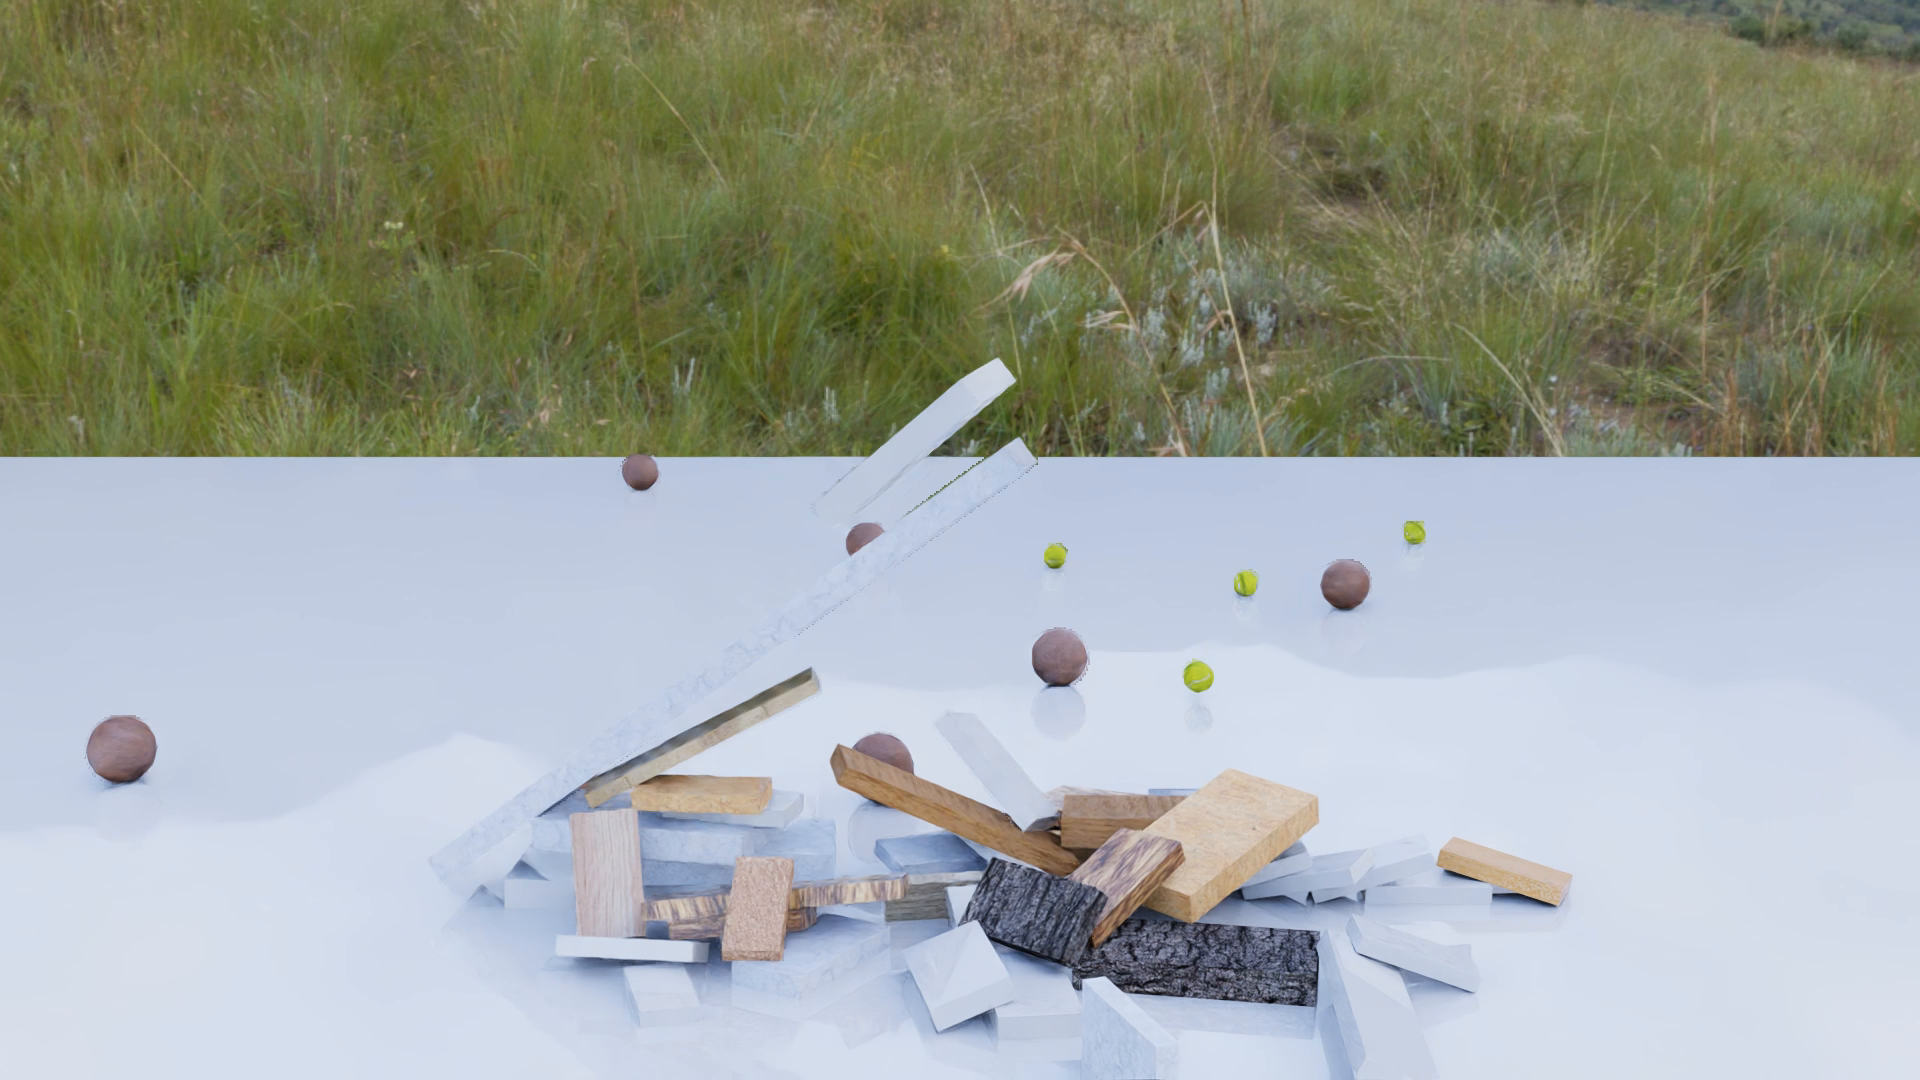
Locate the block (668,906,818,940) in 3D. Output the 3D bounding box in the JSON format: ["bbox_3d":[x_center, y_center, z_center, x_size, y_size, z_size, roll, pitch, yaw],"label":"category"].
[{"bbox_3d":[-0.335,0.590,3.402,0.209,0.030,0.104,-6,-3,9],"label":"block"}]

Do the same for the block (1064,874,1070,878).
[{"bbox_3d":[0.274,0.548,3.649,0.101,0.029,0.202,-14,-4,40],"label":"block"}]

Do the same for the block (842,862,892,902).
[{"bbox_3d":[-0.102,0.566,3.726,0.092,0.026,0.184,9,14,41],"label":"block"}]

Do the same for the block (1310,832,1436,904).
[{"bbox_3d":[0.682,0.543,3.650,0.206,0.029,0.103,-18,9,9],"label":"block"}]

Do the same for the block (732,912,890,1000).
[{"bbox_3d":[-0.224,0.631,3.350,0.123,0.035,0.247,6,12,30],"label":"block"}]

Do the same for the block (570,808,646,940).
[{"bbox_3d":[-0.555,0.531,3.468,0.105,0.210,0.030,-4,-26,-10],"label":"block"}]

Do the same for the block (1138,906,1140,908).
[{"bbox_3d":[0.286,0.577,3.580,0.118,0.017,0.059,-19,16,-1],"label":"block"}]

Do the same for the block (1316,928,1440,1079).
[{"bbox_3d":[0.580,0.662,3.058,0.117,0.033,0.464,27,11,-2],"label":"block"}]

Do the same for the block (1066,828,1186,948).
[{"bbox_3d":[0.230,0.533,3.387,0.118,0.034,0.237,8,34,42],"label":"block"}]

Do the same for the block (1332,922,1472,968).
[{"bbox_3d":[0.675,0.627,3.395,0.198,0.028,0.099,-2,11,-13],"label":"block"}]

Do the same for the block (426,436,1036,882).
[{"bbox_3d":[-0.378,0.199,3.581,1.184,0.048,0.169,-35,1,11],"label":"block"}]

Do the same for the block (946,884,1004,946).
[{"bbox_3d":[0.106,0.592,3.490,0.241,0.034,0.121,-2,25,-9],"label":"block"}]

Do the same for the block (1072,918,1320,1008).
[{"bbox_3d":[0.358,0.631,3.308,0.356,0.050,0.178,2,11,11],"label":"block"}]

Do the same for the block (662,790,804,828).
[{"bbox_3d":[-0.371,0.434,3.599,0.209,0.030,0.104,3,11,14],"label":"block"}]

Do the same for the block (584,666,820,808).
[{"bbox_3d":[-0.420,0.321,3.591,0.414,0.025,0.087,-27,11,1],"label":"block"}]

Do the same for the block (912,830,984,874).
[{"bbox_3d":[-0.006,0.547,3.719,0.092,0.026,0.184,-5,23,-36],"label":"block"}]

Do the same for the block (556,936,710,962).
[{"bbox_3d":[-0.495,0.619,3.331,0.210,0.030,0.105,1,-11,7],"label":"block"}]

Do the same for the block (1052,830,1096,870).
[{"bbox_3d":[0.202,0.548,3.816,0.101,0.029,0.202,-3,11,-13],"label":"block"}]

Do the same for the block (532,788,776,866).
[{"bbox_3d":[-0.500,0.471,3.616,0.357,0.051,0.179,3,11,13],"label":"block"}]

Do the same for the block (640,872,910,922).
[{"bbox_3d":[-0.288,0.557,3.437,0.407,0.030,0.104,-6,-3,5],"label":"block"}]

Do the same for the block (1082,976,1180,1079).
[{"bbox_3d":[0.222,0.674,2.891,0.034,0.118,0.237,-4,11,-19],"label":"block"}]

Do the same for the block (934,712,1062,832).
[{"bbox_3d":[0.065,0.394,3.752,0.241,0.034,0.121,49,14,19],"label":"block"}]

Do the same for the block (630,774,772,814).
[{"bbox_3d":[-0.417,0.411,3.559,0.210,0.030,0.105,1,11,6],"label":"block"}]

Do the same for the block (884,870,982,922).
[{"bbox_3d":[-0.044,0.574,3.539,0.154,0.077,0.022,-2,33,-11],"label":"block"}]

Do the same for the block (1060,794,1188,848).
[{"bbox_3d":[0.358,0.482,3.764,0.363,0.050,0.178,0,6,5],"label":"block"}]

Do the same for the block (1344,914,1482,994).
[{"bbox_3d":[0.676,0.616,3.282,0.190,0.027,0.095,19,10,-4],"label":"block"}]

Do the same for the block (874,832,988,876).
[{"bbox_3d":[-0.041,0.526,3.681,0.184,0.026,0.092,-2,22,-30],"label":"block"}]

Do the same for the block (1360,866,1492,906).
[{"bbox_3d":[0.773,0.575,3.667,0.206,0.029,0.103,0,11,3],"label":"block"}]

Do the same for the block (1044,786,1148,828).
[{"bbox_3d":[0.234,0.489,3.998,0.117,0.033,0.234,-19,13,-41],"label":"block"}]

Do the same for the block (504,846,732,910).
[{"bbox_3d":[-0.560,0.564,3.669,0.357,0.051,0.179,1,11,4],"label":"block"}]

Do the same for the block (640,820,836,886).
[{"bbox_3d":[-0.385,0.517,3.646,0.357,0.051,0.179,0,11,-3],"label":"block"}]

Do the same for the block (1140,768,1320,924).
[{"bbox_3d":[0.405,0.488,3.550,0.178,0.050,0.356,15,31,40],"label":"block"}]

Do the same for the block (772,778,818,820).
[{"bbox_3d":[-0.350,0.505,3.994,0.169,0.048,0.337,0,11,0],"label":"block"}]

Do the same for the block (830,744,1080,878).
[{"bbox_3d":[-0.010,0.452,3.657,0.431,0.034,0.121,24,8,-14],"label":"block"}]

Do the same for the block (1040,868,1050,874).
[{"bbox_3d":[0.077,0.562,3.760,0.077,0.022,0.154,-9,14,-40],"label":"block"}]

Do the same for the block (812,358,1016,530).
[{"bbox_3d":[-0.072,-0.153,3.481,0.338,0.048,0.169,-39,-1,26],"label":"block"}]

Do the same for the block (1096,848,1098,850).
[{"bbox_3d":[0.338,0.521,3.809,0.190,0.027,0.095,3,11,14],"label":"block"}]

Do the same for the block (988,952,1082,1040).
[{"bbox_3d":[0.099,0.660,3.199,0.123,0.035,0.246,-1,11,-7],"label":"block"}]

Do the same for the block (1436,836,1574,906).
[{"bbox_3d":[0.910,0.551,3.672,0.206,0.029,0.103,16,12,23],"label":"block"}]

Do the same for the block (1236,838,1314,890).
[{"bbox_3d":[0.480,0.547,3.651,0.198,0.028,0.099,-16,4,1],"label":"block"}]

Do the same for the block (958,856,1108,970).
[{"bbox_3d":[0.109,0.561,3.322,0.237,0.118,0.034,7,-26,50],"label":"block"}]

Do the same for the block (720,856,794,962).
[{"bbox_3d":[-0.305,0.558,3.331,0.087,0.025,0.175,0,44,5],"label":"block"}]

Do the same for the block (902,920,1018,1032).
[{"bbox_3d":[-0.003,0.634,3.215,0.123,0.035,0.246,-22,12,-7],"label":"block"}]

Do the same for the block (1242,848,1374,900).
[{"bbox_3d":[0.572,0.551,3.626,0.198,0.028,0.099,-14,5,32],"label":"block"}]

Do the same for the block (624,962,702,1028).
[{"bbox_3d":[-0.436,0.663,3.210,0.087,0.025,0.175,-3,11,-16],"label":"block"}]

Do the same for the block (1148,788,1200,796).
[{"bbox_3d":[0.456,0.478,4.087,0.190,0.027,0.095,3,-4,-20],"label":"block"}]

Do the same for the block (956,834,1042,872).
[{"bbox_3d":[0.061,0.518,3.661,0.077,0.022,0.229,19,10,-44],"label":"block"}]
